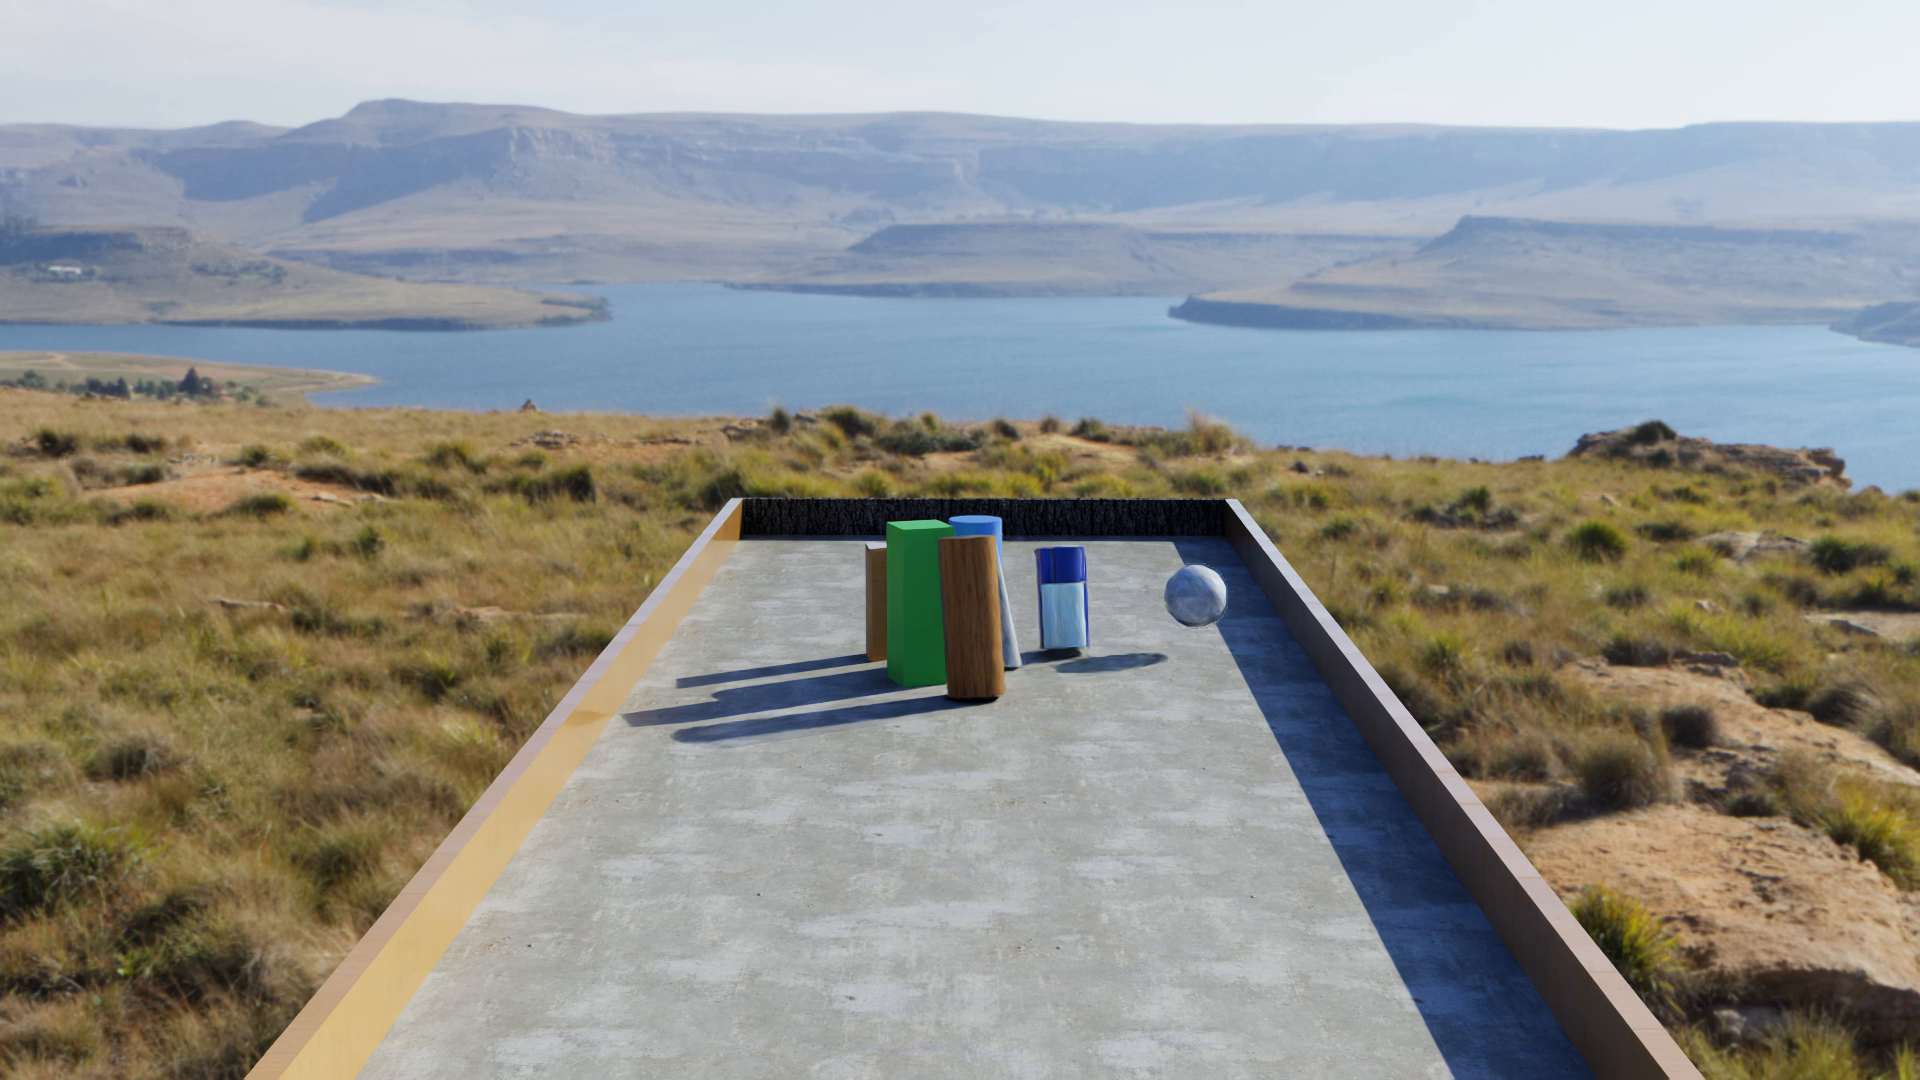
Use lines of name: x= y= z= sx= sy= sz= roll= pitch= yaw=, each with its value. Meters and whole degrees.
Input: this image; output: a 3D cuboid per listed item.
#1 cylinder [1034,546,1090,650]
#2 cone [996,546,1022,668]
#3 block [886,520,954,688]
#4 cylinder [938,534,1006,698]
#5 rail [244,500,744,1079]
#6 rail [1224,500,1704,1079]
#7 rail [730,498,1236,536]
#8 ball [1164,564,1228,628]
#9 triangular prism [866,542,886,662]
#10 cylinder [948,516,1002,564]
cylinder: x=0.317 y=0.181 z=6.799 sx=0.155 sy=0.309 sz=0.155 roll=-3 pitch=-3 yaw=0
cone: x=0.116 y=0.171 z=6.572 sx=0.108 sy=0.415 sz=0.108 roll=-4 pitch=2 yaw=0
block: x=-0.116 y=0.182 z=6.392 sx=0.154 sy=0.460 sz=0.154 roll=-3 pitch=10 yaw=-20
cylinder: x=0.032 y=0.213 z=6.187 sx=0.164 sy=0.444 sz=0.164 roll=-4 pitch=2 yaw=0
rail: x=-1.004 y=0.839 z=3.234 sx=0.050 sy=0.150 sz=12.000 roll=0 pitch=9 yaw=1
rail: x=1.046 y=0.843 z=3.208 sx=0.050 sy=0.150 sz=12.000 roll=0 pitch=9 yaw=1
rail: x=0.099 y=-0.098 z=9.147 sx=2.100 sy=0.150 sz=0.050 roll=0 pitch=9 yaw=1
ball: x=0.730 y=0.174 z=6.810 sx=0.194 sy=0.194 sz=0.194 roll=0 pitch=9 yaw=0
triangular prism: x=-0.251 y=0.185 z=6.728 sx=0.136 sy=0.348 sz=0.117 roll=-7 pitch=11 yaw=-37
cylinder: x=0.047 y=0.152 z=6.658 sx=0.161 sy=0.435 sz=0.161 roll=0 pitch=9 yaw=0
